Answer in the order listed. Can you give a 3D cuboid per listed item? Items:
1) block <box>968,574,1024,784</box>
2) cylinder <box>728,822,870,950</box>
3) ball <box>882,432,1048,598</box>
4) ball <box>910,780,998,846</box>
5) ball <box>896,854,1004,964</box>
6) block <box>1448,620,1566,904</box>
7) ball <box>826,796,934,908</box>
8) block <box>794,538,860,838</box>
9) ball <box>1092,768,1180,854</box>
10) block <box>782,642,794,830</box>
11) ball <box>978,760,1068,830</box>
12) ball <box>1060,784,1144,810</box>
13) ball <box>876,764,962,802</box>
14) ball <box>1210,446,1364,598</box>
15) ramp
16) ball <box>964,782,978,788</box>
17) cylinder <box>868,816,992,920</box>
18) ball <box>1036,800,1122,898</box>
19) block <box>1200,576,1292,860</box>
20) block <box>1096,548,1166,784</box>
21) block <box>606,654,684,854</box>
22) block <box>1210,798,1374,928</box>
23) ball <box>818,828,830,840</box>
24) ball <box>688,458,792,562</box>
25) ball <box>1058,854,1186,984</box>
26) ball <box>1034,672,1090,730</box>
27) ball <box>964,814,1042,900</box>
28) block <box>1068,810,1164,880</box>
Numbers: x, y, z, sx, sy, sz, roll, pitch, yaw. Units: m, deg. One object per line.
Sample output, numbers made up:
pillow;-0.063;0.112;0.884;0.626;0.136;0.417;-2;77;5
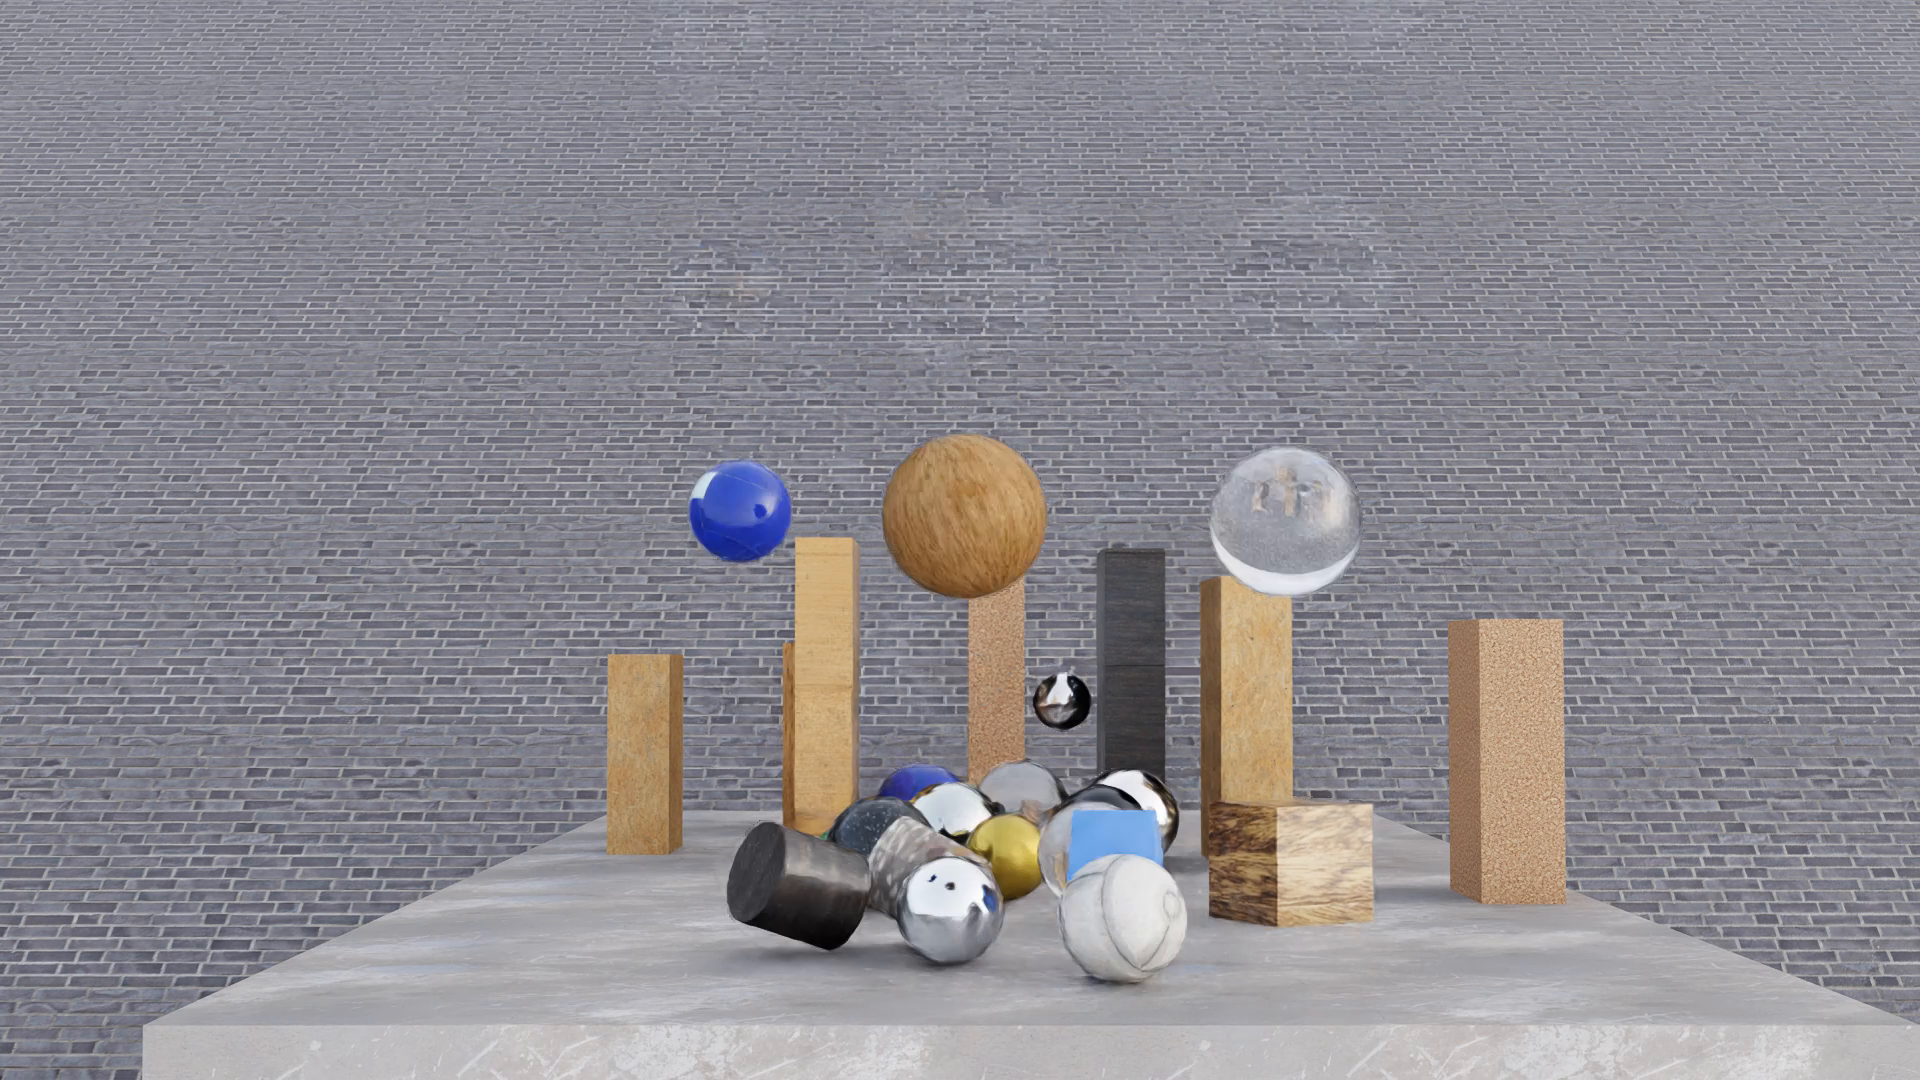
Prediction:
block;0.082;0.299;6.059;0.126;0.768;0.423;0;-3;0
cylinder;-0.224;0.481;3.620;0.144;0.144;0.144;23;26;-30
ball;0.005;-0.029;3.146;0.200;0.200;0.200;0;37;0
ball;-0.018;0.530;4.709;0.187;0.187;0.187;0;37;0
ball;-0.013;0.498;3.503;0.147;0.147;0.147;0;37;0
block;0.942;0.376;4.494;0.141;0.476;0.280;0;-3;0
ball;-0.128;0.508;4.238;0.184;0.184;0.184;0;37;0
block;-0.259;0.323;5.133;0.109;0.639;0.386;0;-3;0
ball;0.327;0.540;5.039;0.195;0.195;0.195;0;37;0
block;-0.363;0.469;6.237;0.097;0.443;0.400;0;-3;0
ball;0.122;0.541;5.203;0.198;0.198;0.198;0;37;0
ball;0.259;0.539;4.774;0.178;0.178;0.178;0;37;0
ball;-0.073;0.543;5.164;0.199;0.199;0.199;0;37;0
ball;0.378;-0.021;3.018;0.177;0.177;0.177;0;37;0
ramp;0.081;0.683;4.921;2.000;0.100;4.000;0;-3;0
ball;0.002;0.573;5.334;0.157;0.157;0.157;0;37;0
cylinder;-0.048;0.482;3.677;0.137;0.137;0.137;26;44;22
ball;0.215;0.515;4.253;0.178;0.178;0.178;0;37;0
block;0.571;0.362;5.219;0.136;0.567;0.441;0;-3;0
block;0.391;0.353;5.982;0.135;0.654;0.364;0;-3;0
block;-0.671;0.453;5.558;0.129;0.417;0.269;0;-3;0
block;0.521;0.506;4.103;0.182;0.182;0.182;1;-3;-28
ball;-0.192;0.545;4.376;0.130;0.130;0.130;0;37;0
ball;-0.290;-0.039;3.433;0.136;0.136;0.136;0;37;0
ball;0.206;0.480;3.305;0.164;0.164;0.164;0;37;0
ball;0.233;0.368;5.923;0.131;0.131;0.131;0;37;0
ball;0.080;0.538;4.422;0.146;0.146;0.146;0;37;0
block;0.209;0.439;3.480;0.112;0.112;0.112;-1;51;9
